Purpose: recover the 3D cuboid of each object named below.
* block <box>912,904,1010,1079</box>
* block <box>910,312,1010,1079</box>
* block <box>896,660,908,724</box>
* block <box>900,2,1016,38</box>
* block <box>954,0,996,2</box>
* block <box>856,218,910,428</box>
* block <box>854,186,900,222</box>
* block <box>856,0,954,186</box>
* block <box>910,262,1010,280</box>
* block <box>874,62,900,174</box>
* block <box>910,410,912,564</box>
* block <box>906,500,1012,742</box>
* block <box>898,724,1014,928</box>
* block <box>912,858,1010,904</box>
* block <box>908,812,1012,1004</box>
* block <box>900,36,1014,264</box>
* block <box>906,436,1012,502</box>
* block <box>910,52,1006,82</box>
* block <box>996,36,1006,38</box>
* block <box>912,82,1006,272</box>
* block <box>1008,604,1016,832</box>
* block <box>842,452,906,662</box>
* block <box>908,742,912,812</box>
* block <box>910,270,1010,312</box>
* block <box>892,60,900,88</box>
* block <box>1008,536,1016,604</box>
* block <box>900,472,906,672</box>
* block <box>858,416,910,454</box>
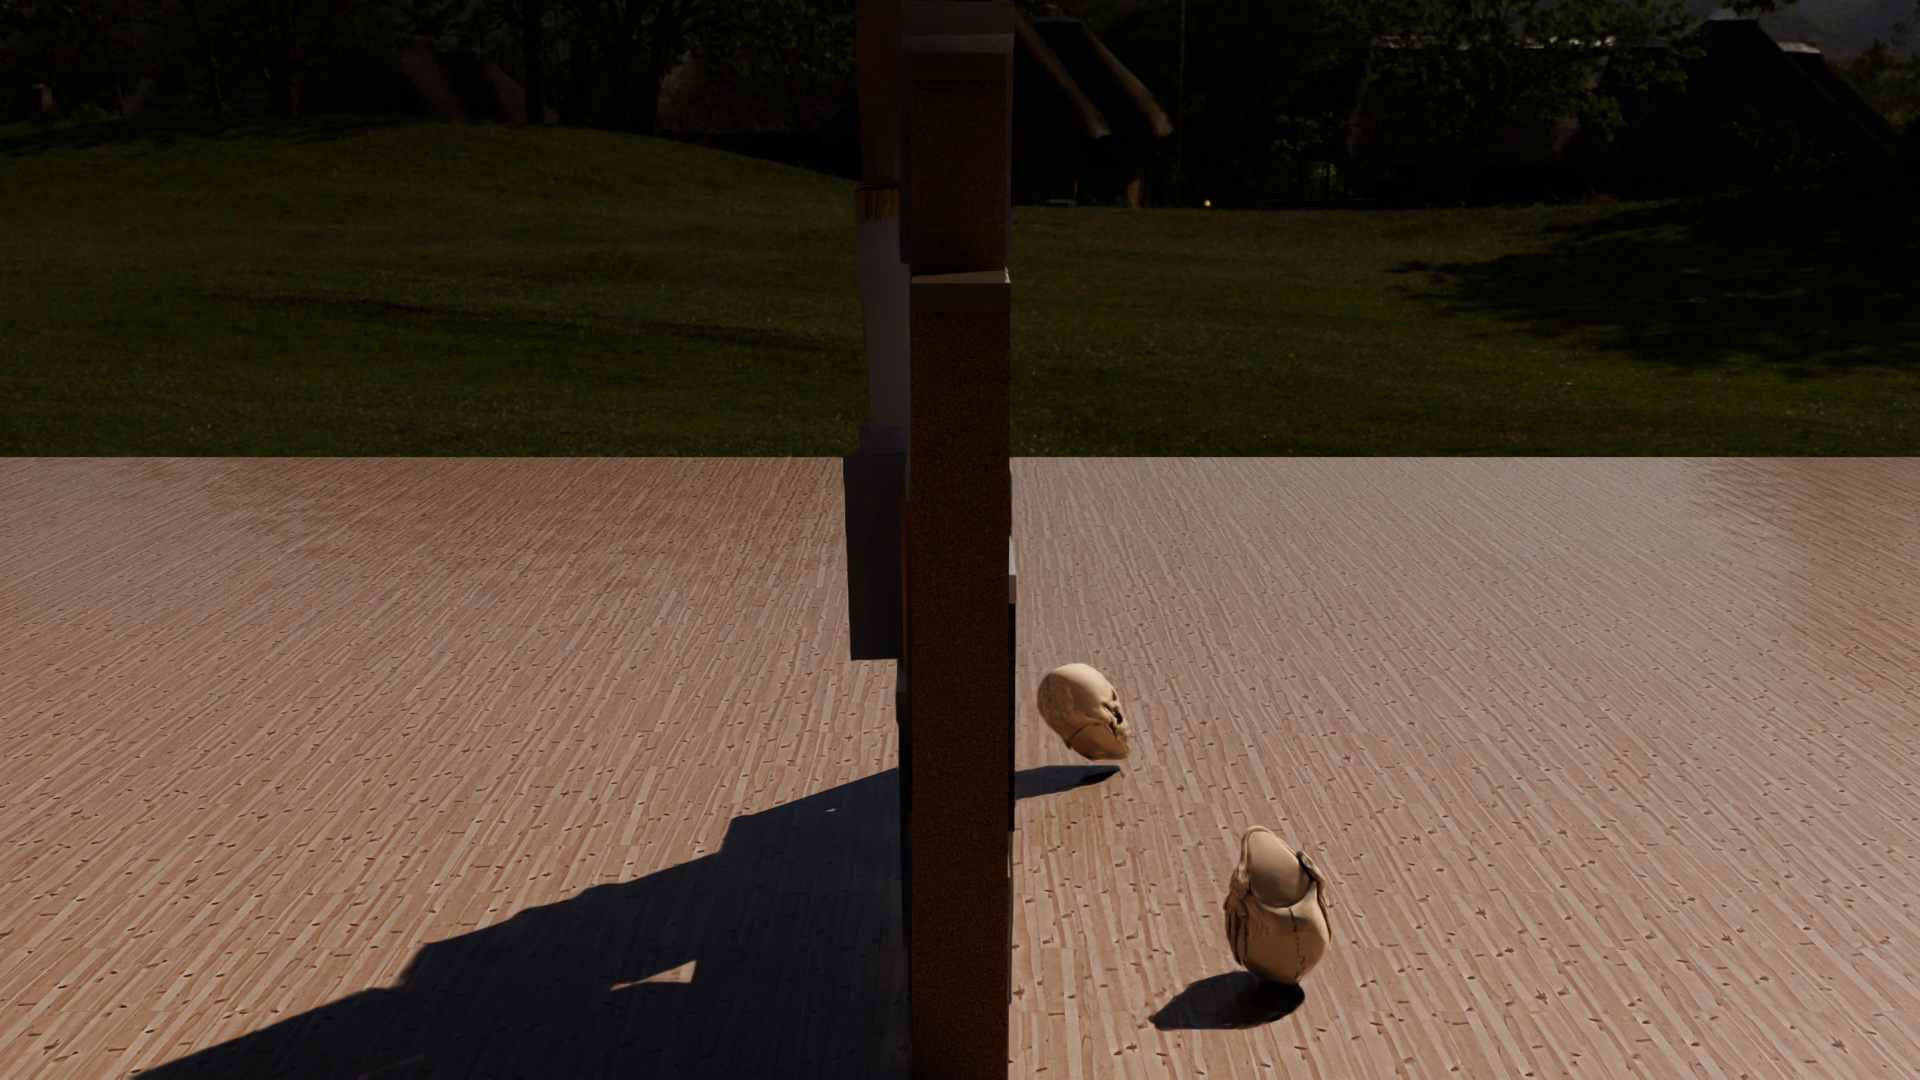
[{"bbox_3d":[0.001,0.594,2.937,0.129,0.258,0.037,0,11,0],"label":"block"},{"bbox_3d":[0.000,0.228,2.776,0.121,1.038,0.034,0,11,0],"label":"block"},{"bbox_3d":[-0.012,0.224,3.533,0.178,0.050,0.355,-1,11,-1],"label":"block"},{"bbox_3d":[-0.007,-0.753,3.190,0.157,0.044,0.314,-1,12,-2],"label":"block"},{"bbox_3d":[-0.022,-0.741,3.904,0.162,0.449,0.046,2,13,5],"label":"block"},{"bbox_3d":[-0.070,-0.352,3.525,0.164,0.328,0.047,-4,10,2],"label":"block"},{"bbox_3d":[-0.082,-0.556,3.602,0.164,0.047,0.328,-4,10,0],"label":"block"},{"bbox_3d":[-0.087,-0.759,3.670,0.162,0.324,0.046,-2,10,-1],"label":"block"},{"bbox_3d":[-0.003,-0.359,3.043,0.132,0.037,0.265,0,10,-1],"label":"block"},{"bbox_3d":[-0.054,-0.676,3.438,0.110,0.220,0.031,12,8,-9],"label":"block"},{"bbox_3d":[-0.001,-0.148,3.004,0.132,0.363,0.037,0,14,0],"label":"block"},{"bbox_3d":[-0.001,0.116,3.306,0.157,0.376,0.044,0,11,0],"label":"block"},{"bbox_3d":[-0.005,0.442,3.480,0.178,0.355,0.050,0,18,0],"label":"block"},{"bbox_3d":[0.001,0.434,2.995,0.129,0.037,0.258,0,11,0],"label":"block"},{"bbox_3d":[0.000,0.524,3.197,0.150,0.301,0.043,0,11,0],"label":"block"},{"bbox_3d":[-0.006,-0.552,3.120,0.157,0.314,0.044,0,10,-2],"label":"block"},{"bbox_3d":[-0.004,-0.112,3.363,0.157,0.044,0.313,0,12,-1],"label":"block"},{"bbox_3d":[-0.003,-0.626,2.930,0.123,0.035,0.246,0,10,0],"label":"block"},{"bbox_3d":[-0.010,-0.590,3.325,0.157,0.331,0.044,-1,11,-2],"label":"block"},{"bbox_3d":[-0.002,-0.473,2.873,0.123,0.246,0.035,0,10,0],"label":"block"},{"bbox_3d":[0.005,0.239,3.038,0.141,0.330,0.040,0,11,0],"label":"block"},{"bbox_3d":[-0.098,0.026,3.552,0.166,0.331,0.047,-3,-5,4],"label":"block"},{"bbox_3d":[0.000,0.338,3.261,0.150,0.043,0.301,0,11,0],"label":"block"},{"bbox_3d":[0.001,-0.313,2.757,0.121,0.034,0.241,0,11,0],"label":"block"},{"bbox_3d":[-0.060,-0.702,3.587,0.110,0.220,0.031,13,10,-2],"label":"block"},{"bbox_3d":[0.005,0.040,3.095,0.141,0.040,0.282,0,11,0],"label":"block"},{"bbox_3d":[-0.013,0.047,3.478,0.157,0.313,0.044,-1,4,-2],"label":"block"},{"bbox_3d":[-0.059,-0.195,3.710,0.166,0.047,0.331,-3,10,8],"label":"block"}]
